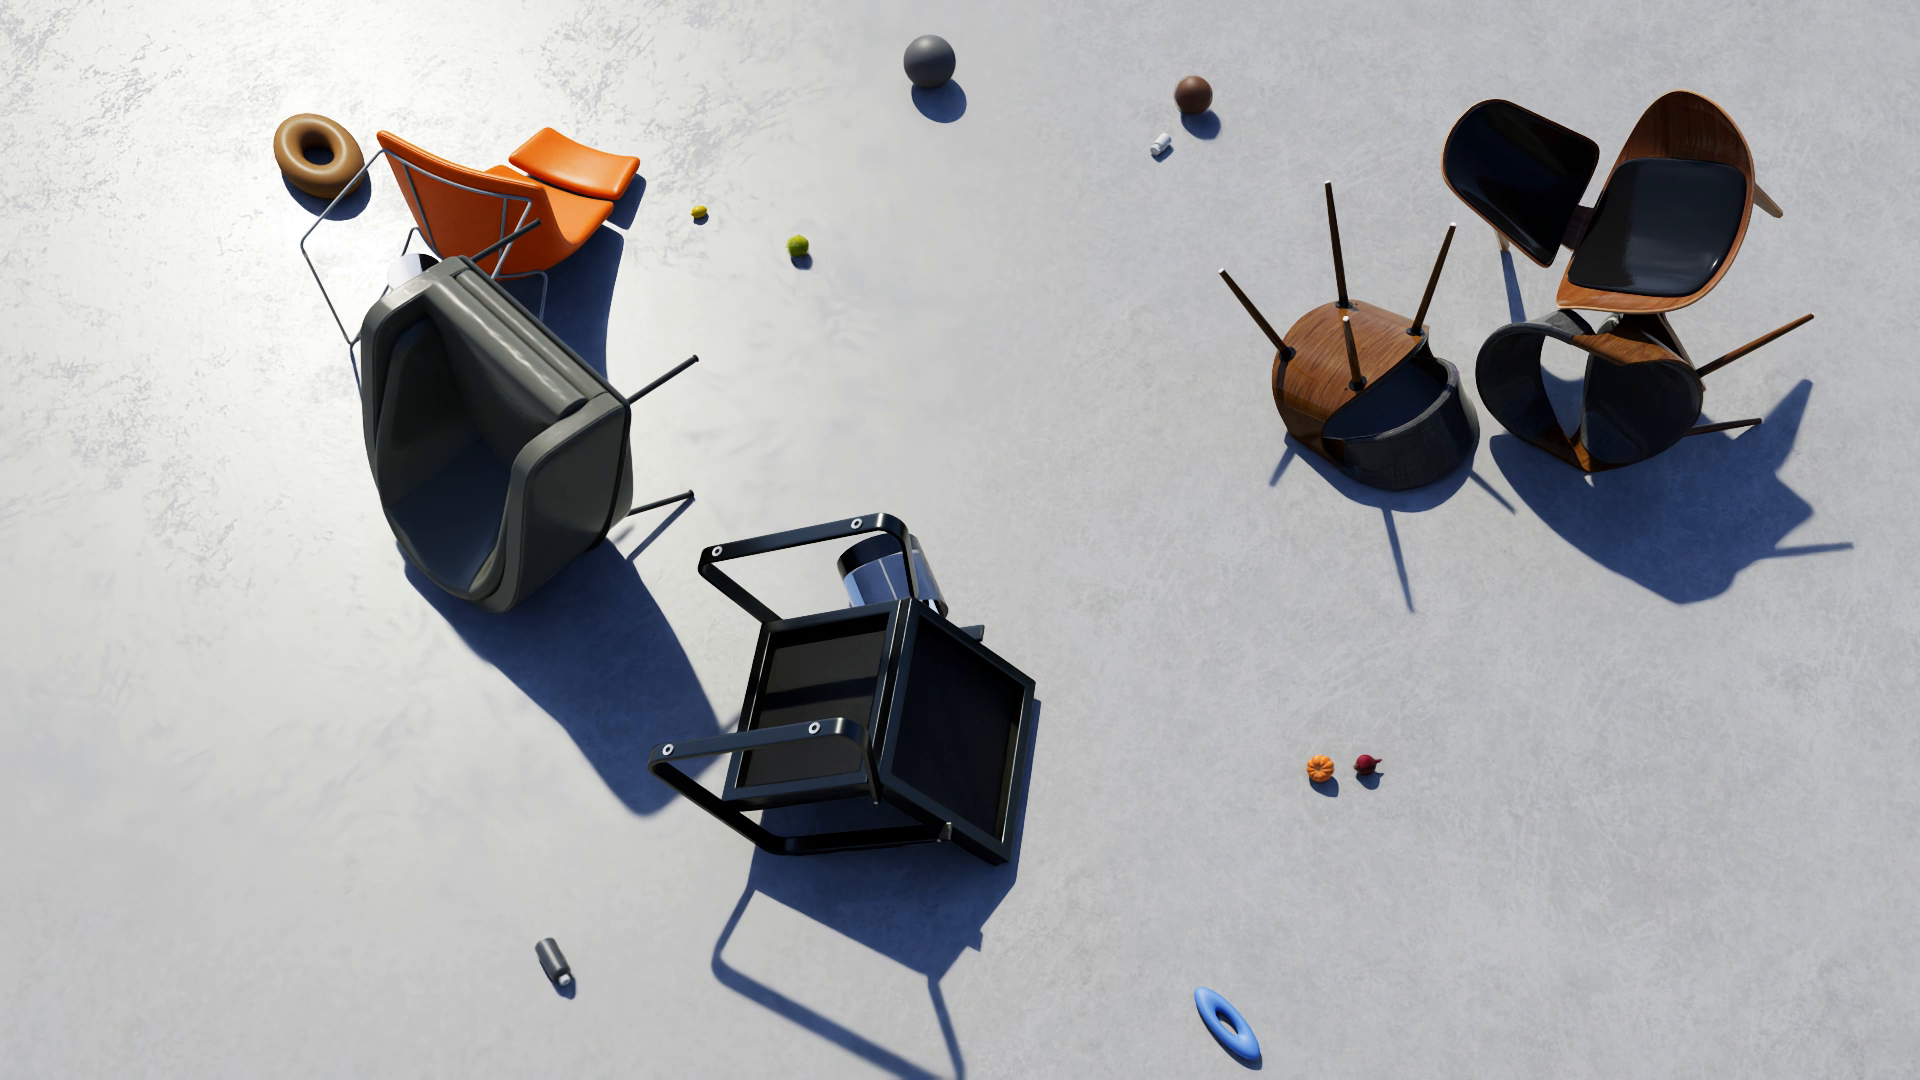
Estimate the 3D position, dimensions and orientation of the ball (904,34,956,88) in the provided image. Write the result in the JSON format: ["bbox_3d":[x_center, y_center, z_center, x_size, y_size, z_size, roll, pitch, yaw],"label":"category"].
[{"bbox_3d":[-0.105,-1.646,7.569,0.182,0.182,0.182,0,56,0],"label":"ball"}]

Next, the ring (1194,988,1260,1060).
[{"bbox_3d":[0.693,1.254,5.709,0.086,0.039,0.242,-32,61,-21],"label":"ring"}]

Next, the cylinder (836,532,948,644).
[{"bbox_3d":[-0.196,0.139,6.355,0.258,0.206,0.247,-12,57,-19],"label":"cylinder"}]

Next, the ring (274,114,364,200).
[{"bbox_3d":[-2.150,-1.288,7.377,0.266,0.104,0.413,-31,61,-20],"label":"ring"}]

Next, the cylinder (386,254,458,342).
[{"bbox_3d":[-1.699,-0.766,6.949,0.178,0.230,0.169,16,58,11],"label":"cylinder"}]
